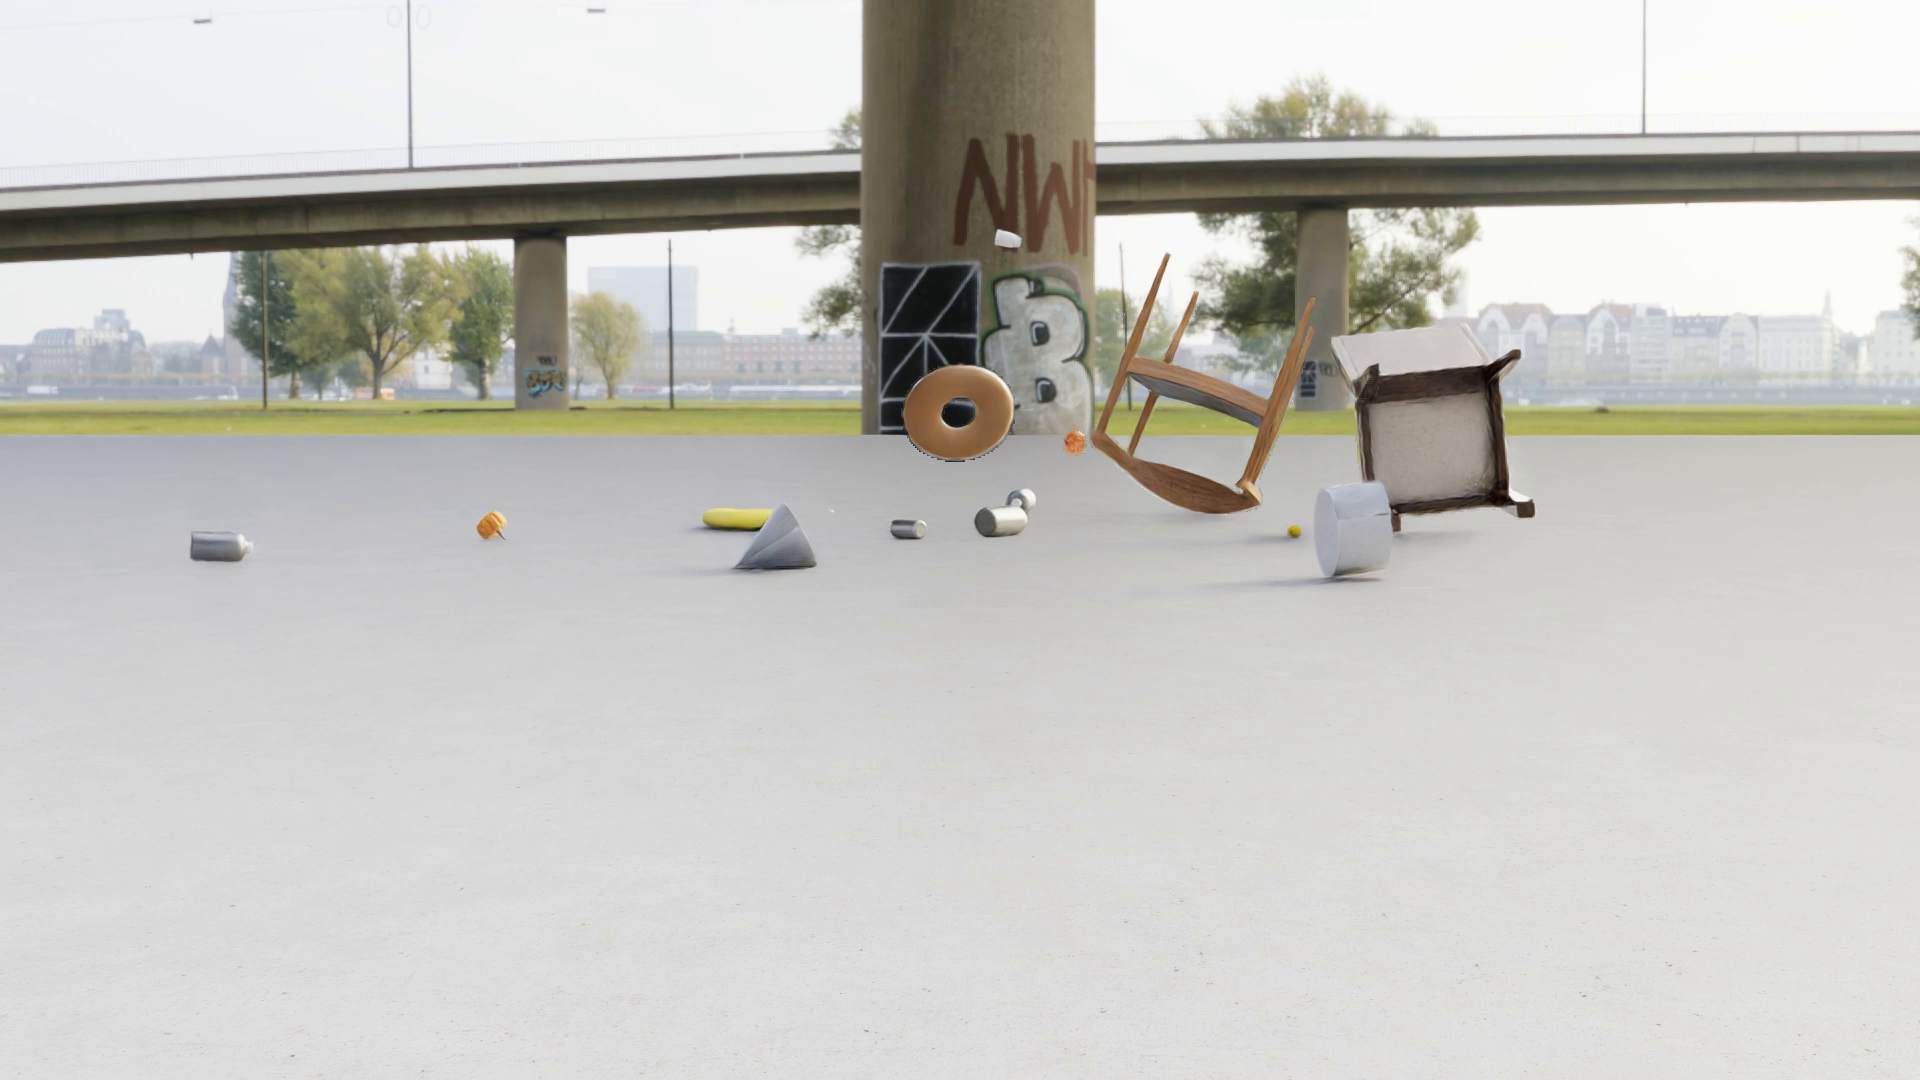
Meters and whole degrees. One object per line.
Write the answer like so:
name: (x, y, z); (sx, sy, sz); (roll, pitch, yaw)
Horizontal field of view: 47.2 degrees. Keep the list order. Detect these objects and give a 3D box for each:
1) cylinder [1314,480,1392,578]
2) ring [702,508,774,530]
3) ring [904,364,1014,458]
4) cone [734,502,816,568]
cylinder: (0.927, -0.025, 5.189); (0.132, 0.232, 0.159); (-9, 32, -9)
ring: (-0.688, -0.067, 7.082); (0.352, 0.060, 0.218); (3, 4, 41)
ring: (-0.001, -0.282, 4.857); (0.281, 0.217, 0.039); (7, 17, -33)
cone: (-0.487, 0.029, 5.514); (0.184, 0.186, 0.192); (-29, -20, -13)
